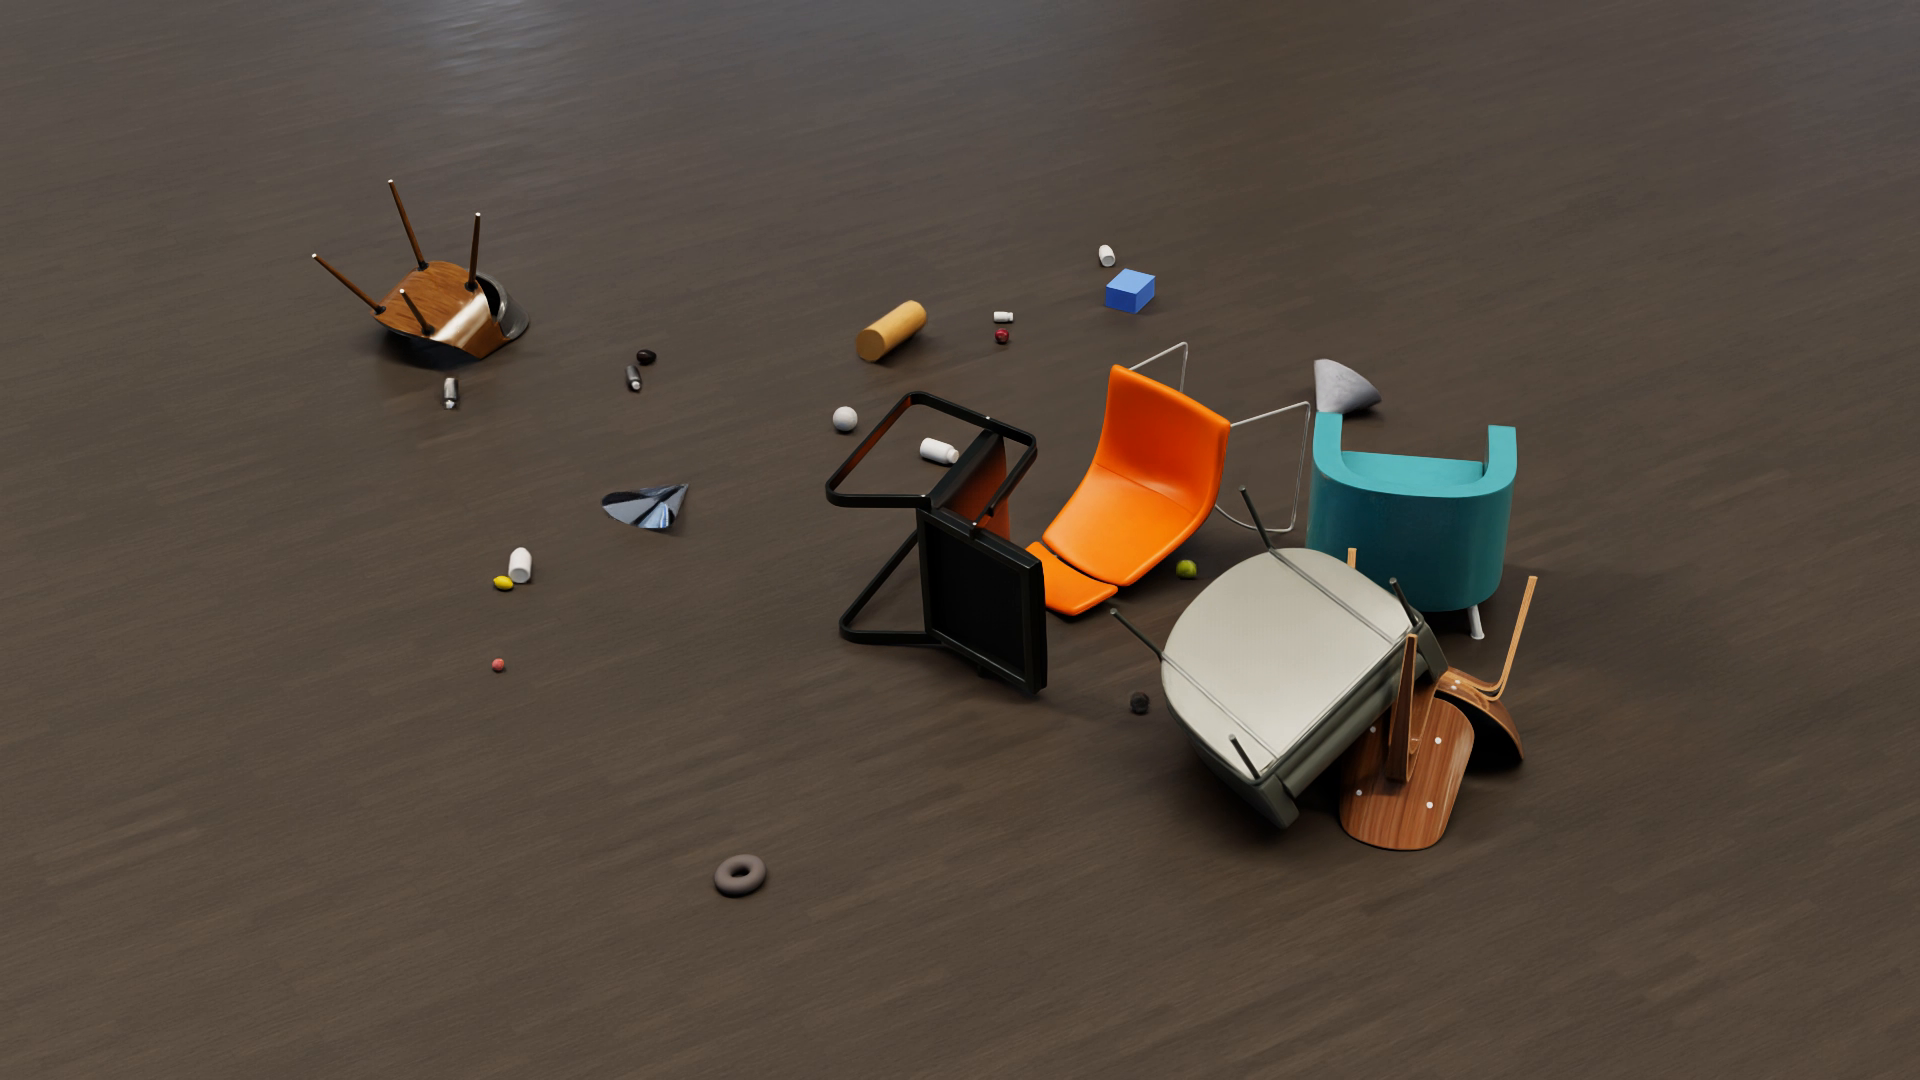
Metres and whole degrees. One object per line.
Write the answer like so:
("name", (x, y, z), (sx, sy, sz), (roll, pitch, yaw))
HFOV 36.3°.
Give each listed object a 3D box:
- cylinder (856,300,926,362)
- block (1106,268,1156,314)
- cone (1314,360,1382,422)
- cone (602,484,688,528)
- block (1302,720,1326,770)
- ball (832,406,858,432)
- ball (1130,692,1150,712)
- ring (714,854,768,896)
("cylinder", (-0.284, -0.863, 12.109), (0.133, 0.173, 0.290), (50, 47, 2))
("block", (0.723, -1.058, 12.462), (0.143, 0.096, 0.181), (17, 37, 24))
("cone", (1.487, -0.552, 11.685), (0.331, 0.244, 0.212), (28, 73, 34))
("cone", (-1.124, -0.165, 11.134), (0.333, 0.134, 0.347), (11, 23, 26))
("block", (1.188, 0.684, 9.821), (0.068, 0.094, 0.148), (2, 33, 4))
("ball", (-0.453, -0.478, 11.581), (0.099, 0.099, 0.099), (0, 33, 0))
("ball", (0.616, 0.553, 10.044), (0.067, 0.067, 0.067), (0, 33, 0))
("ring", (-0.695, 1.060, 9.287), (0.155, 0.055, 0.184), (23, 41, 33))
